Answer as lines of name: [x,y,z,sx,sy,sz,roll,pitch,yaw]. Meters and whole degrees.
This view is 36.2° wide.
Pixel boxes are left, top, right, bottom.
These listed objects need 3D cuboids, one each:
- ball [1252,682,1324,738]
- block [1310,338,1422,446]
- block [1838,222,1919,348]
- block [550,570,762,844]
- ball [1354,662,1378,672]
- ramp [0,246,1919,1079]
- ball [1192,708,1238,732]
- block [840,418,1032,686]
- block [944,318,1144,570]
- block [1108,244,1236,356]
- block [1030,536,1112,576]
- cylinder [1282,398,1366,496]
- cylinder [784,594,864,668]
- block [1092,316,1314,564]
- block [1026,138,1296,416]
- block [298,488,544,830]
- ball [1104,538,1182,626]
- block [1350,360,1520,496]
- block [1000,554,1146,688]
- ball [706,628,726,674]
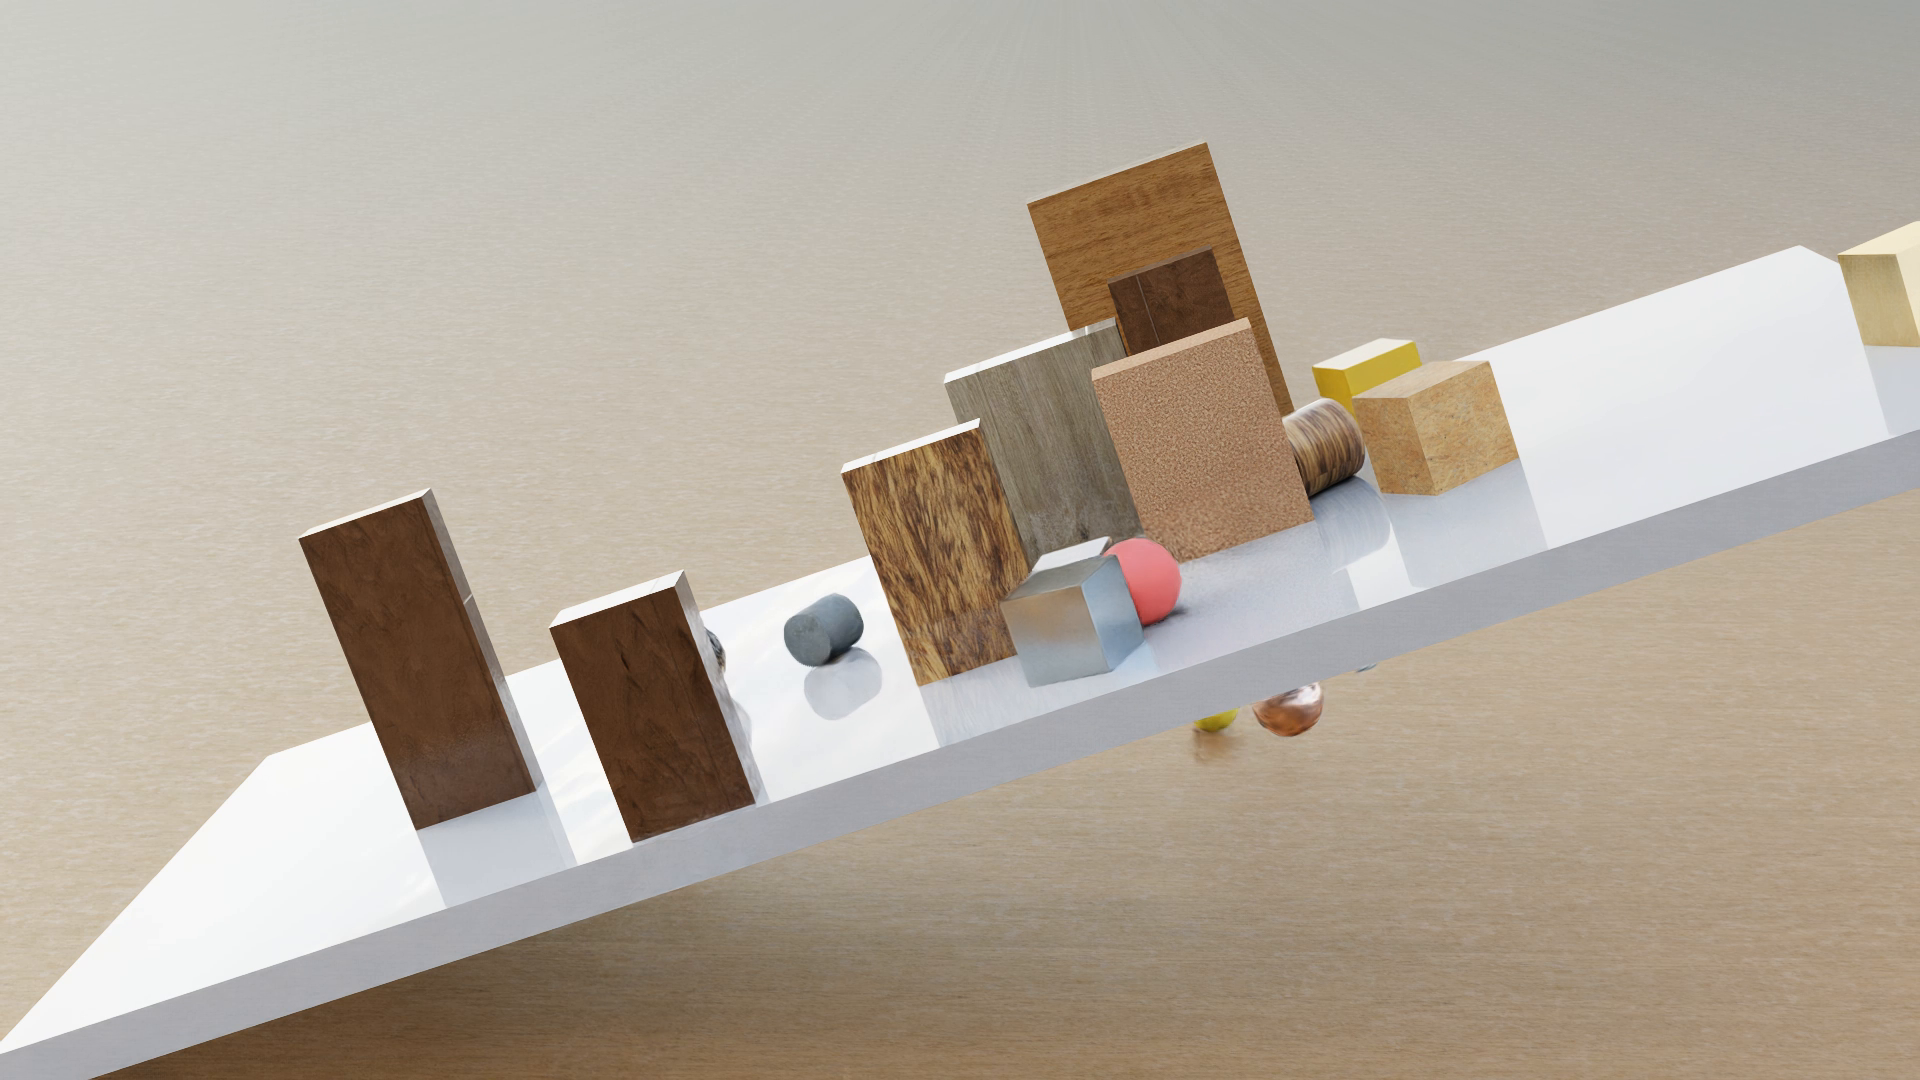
ball: [0.868,0.428,7.786,0.187,0.187,0.187,0,12,0]
block: [0.935,-0.335,6.640,0.181,0.181,0.181,-22,11,-14]
block: [1.887,-0.505,5.787,0.192,0.192,0.192,-22,11,-15]
block: [-0.558,0.307,5.431,0.244,0.432,0.133,-18,11,6]
ball: [1.057,0.286,7.783,0.126,0.126,0.126,0,12,0]
ramp: [0.109,0.179,6.303,4.000,0.100,2.000,-18,11,6]
ball: [0.688,0.454,8.028,0.141,0.141,0.141,0,12,0]
block: [-0.022,0.026,5.814,0.284,0.456,0.098,-18,11,6]
block: [0.229,-0.205,6.493,0.394,0.460,0.129,-18,11,6]
block: [0.532,-0.376,6.637,0.245,0.523,0.090,-18,11,6]
block: [0.241,0.097,5.825,0.146,0.146,0.146,-17,11,15]
cylinder: [0.738,-0.188,6.276,0.177,0.177,0.177,-25,23,-27]
cylinder: [-0.294,0.194,6.332,0.124,0.124,0.124,8,24,32]
block: [0.502,-0.199,6.089,0.340,0.422,0.149,-18,11,6]
block: [0.488,-0.550,7.068,0.447,0.711,0.127,-18,11,6]
block: [-1.111,0.249,6.083,0.271,0.657,0.092,-18,11,6]
ball: [0.342,0.082,5.665,0.169,0.169,0.169,0,12,0]
block: [0.967,-0.229,5.993,0.210,0.210,0.210,-24,12,-21]
block: [0.213,0.153,5.527,0.175,0.175,0.175,-13,13,30]
ball: [-0.592,0.265,6.393,0.168,0.168,0.168,0,12,0]
